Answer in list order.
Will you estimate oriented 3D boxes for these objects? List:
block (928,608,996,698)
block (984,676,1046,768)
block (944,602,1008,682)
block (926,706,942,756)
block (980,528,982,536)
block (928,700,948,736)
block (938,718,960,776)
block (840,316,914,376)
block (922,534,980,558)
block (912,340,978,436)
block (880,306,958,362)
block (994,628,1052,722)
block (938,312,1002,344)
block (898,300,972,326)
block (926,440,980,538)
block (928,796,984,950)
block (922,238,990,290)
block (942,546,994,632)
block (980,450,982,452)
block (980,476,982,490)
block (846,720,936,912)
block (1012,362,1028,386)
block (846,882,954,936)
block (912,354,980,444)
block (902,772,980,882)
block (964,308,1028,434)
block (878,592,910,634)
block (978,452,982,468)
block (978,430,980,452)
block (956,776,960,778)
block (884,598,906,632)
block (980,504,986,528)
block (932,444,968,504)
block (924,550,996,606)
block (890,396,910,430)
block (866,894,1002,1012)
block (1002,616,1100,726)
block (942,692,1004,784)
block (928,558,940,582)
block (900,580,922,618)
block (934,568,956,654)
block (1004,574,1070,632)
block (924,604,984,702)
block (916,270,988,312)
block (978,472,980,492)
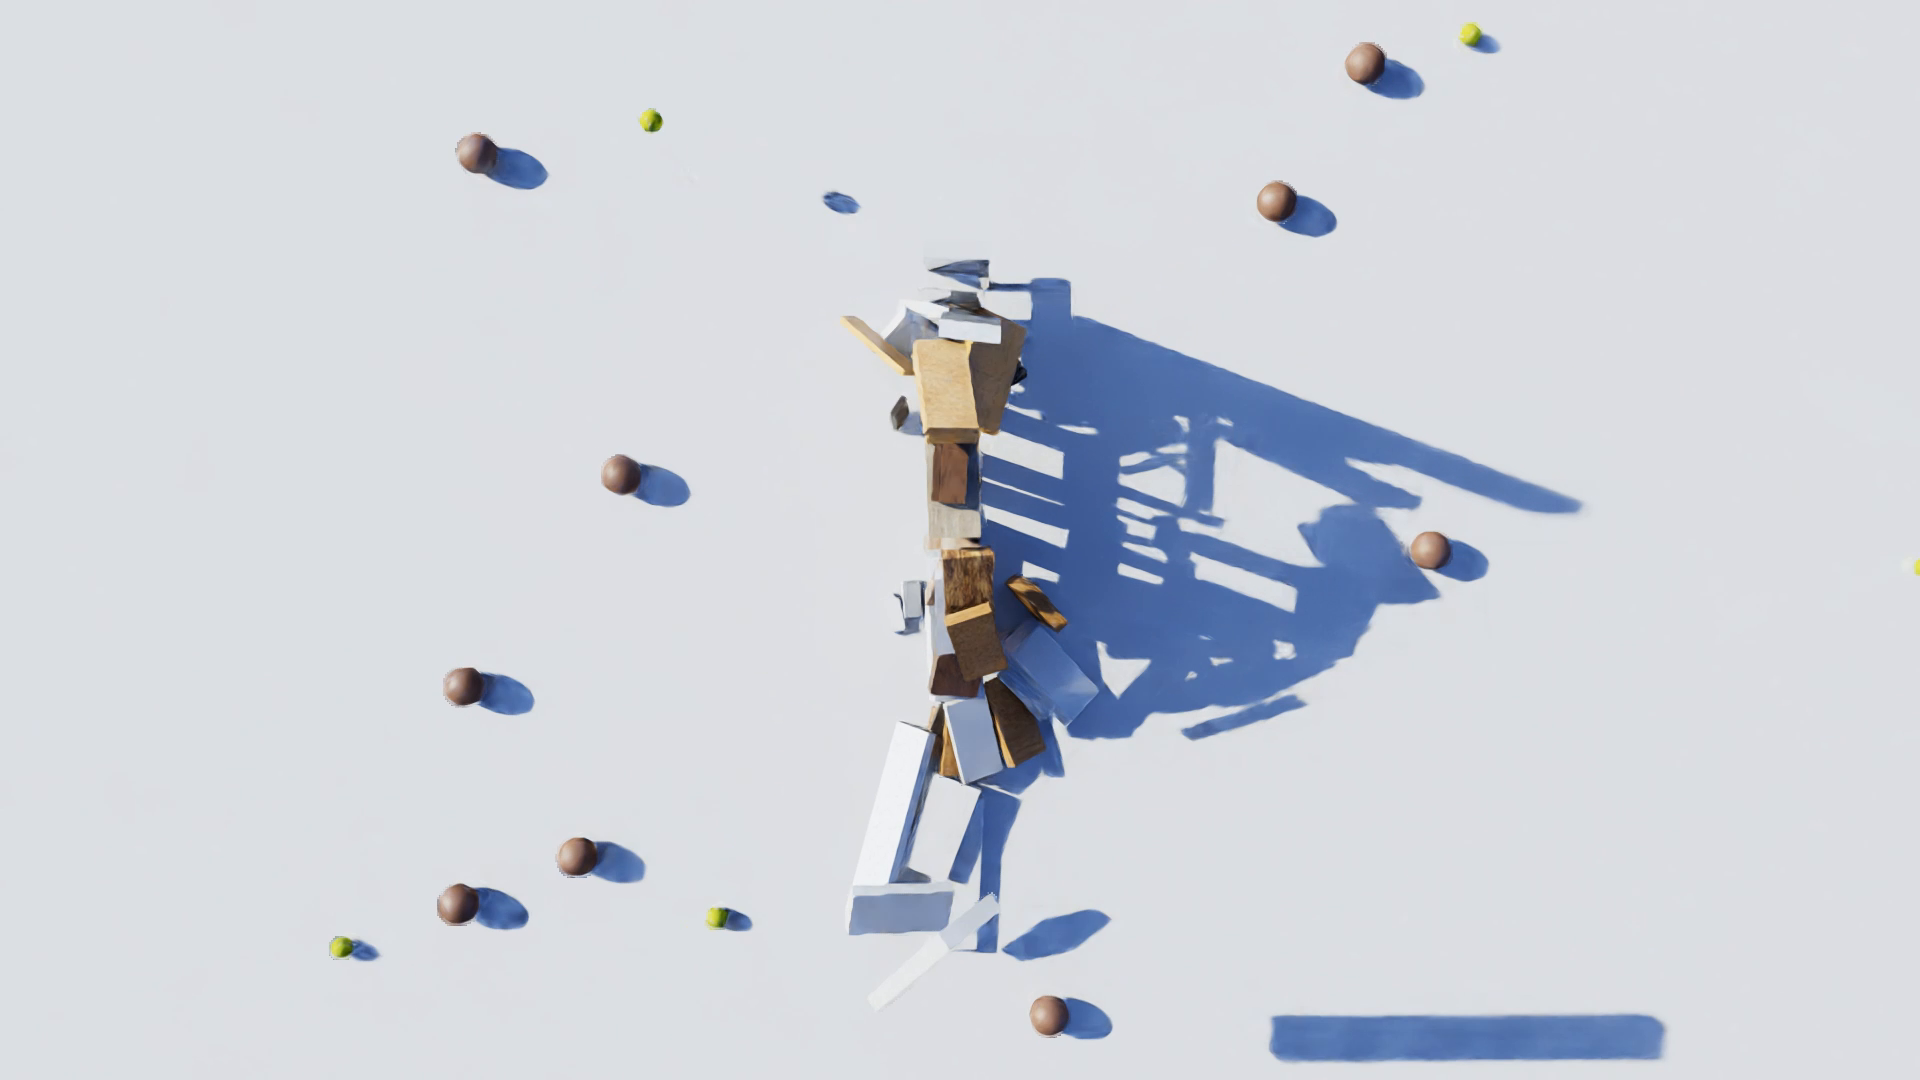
[{"bbox_3d":[0.004,0.338,5.108,0.152,0.043,0.304,5,110,-18],"label":"block"},{"bbox_3d":[0.170,0.587,5.435,0.144,0.041,0.287,-24,94,-34],"label":"block"},{"bbox_3d":[0.049,0.307,4.916,0.139,0.277,0.039,-18,47,-1],"label":"block"},{"bbox_3d":[-0.072,0.639,5.489,0.079,0.022,0.158,12,90,0],"label":"block"},{"bbox_3d":[0.000,-0.045,5.365,0.134,0.267,0.038,-3,96,0],"label":"block"},{"bbox_3d":[-0.037,0.575,5.462,0.079,0.022,0.158,22,89,-11],"label":"block"},{"bbox_3d":[0.020,0.635,5.439,0.144,0.041,0.287,6,91,-17],"label":"block"},{"bbox_3d":[-0.242,-0.581,4.936,0.292,0.073,0.021,42,118,26],"label":"block"},{"bbox_3d":[-0.024,0.015,5.030,0.167,0.333,0.047,-3,86,0],"label":"block"},{"bbox_3d":[-0.041,-0.421,4.547,0.144,0.041,0.287,0,62,-16],"label":"block"},{"bbox_3d":[-0.082,-0.569,5.052,0.337,0.048,0.168,27,128,-28],"label":"block"},{"bbox_3d":[0.210,0.444,5.433,0.297,0.039,0.139,47,49,-1],"label":"block"},{"bbox_3d":[0.030,-0.613,4.743,0.173,0.346,0.049,6,101,0],"label":"block"},{"bbox_3d":[-0.046,-0.692,5.135,0.168,0.337,0.048,7,91,23],"label":"block"},{"bbox_3d":[-0.020,-0.154,4.691,0.147,0.042,0.293,-2,94,0],"label":"block"},{"bbox_3d":[-0.012,1.103,5.477,0.161,0.046,0.501,3,90,0],"label":"block"},{"bbox_3d":[-0.003,-0.785,4.748,0.173,1.091,0.049,2,95,0],"label":"block"},{"bbox_3d":[0.025,0.147,4.840,0.144,0.041,0.287,-5,130,-3],"label":"block"},{"bbox_3d":[0.000,-0.272,5.366,0.133,0.266,0.038,0,92,0],"label":"block"},{"bbox_3d":[0.002,-0.184,5.366,0.134,0.267,0.038,0,90,0],"label":"block"},{"bbox_3d":[-0.229,0.932,5.439,0.144,0.041,0.652,15,90,39],"label":"block"},{"bbox_3d":[0.101,-0.576,5.243,0.118,0.034,0.237,-32,61,-7],"label":"block"},{"bbox_3d":[-0.189,1.154,5.165,0.321,0.046,0.161,1,119,-16],"label":"block"},{"bbox_3d":[-0.042,-0.402,4.584,0.144,0.041,0.287,-1,62,-17],"label":"block"},{"bbox_3d":[-0.064,0.943,5.431,0.161,0.046,0.321,21,90,1],"label":"block"},{"bbox_3d":[0.079,-0.513,5.027,0.173,0.049,0.346,21,81,-29],"label":"block"},{"bbox_3d":[-0.220,0.244,5.491,0.061,0.017,0.122,-29,90,0],"label":"block"},{"bbox_3d":[-0.012,-0.241,4.867,0.147,0.314,0.042,5,91,2],"label":"block"},{"bbox_3d":[-0.003,-0.355,5.213,0.133,0.038,0.266,2,90,0],"label":"block"},{"bbox_3d":[0.005,0.710,5.489,0.079,0.022,0.158,15,90,0],"label":"block"},{"bbox_3d":[-0.217,0.249,5.475,0.053,0.015,0.105,-13,90,0],"label":"block"},{"bbox_3d":[-0.002,-0.066,4.866,0.147,0.293,0.042,-7,96,0],"label":"block"},{"bbox_3d":[-0.027,-0.200,4.623,0.095,0.027,0.191,3,103,1],"label":"block"},{"bbox_3d":[-0.003,0.118,4.995,0.152,0.304,0.043,0,64,-14],"label":"block"},{"bbox_3d":[-0.198,-0.416,5.420,0.021,0.147,0.073,30,77,9],"label":"block"},{"bbox_3d":[-0.081,1.097,4.343,0.170,0.806,0.048,-32,77,-28],"label":"block"},{"bbox_3d":[0.289,0.429,5.429,0.339,0.048,0.170,48,52,0],"label":"block"},{"bbox_3d":[0.042,0.642,5.382,0.139,0.039,0.277,-18,106,-16],"label":"block"},{"bbox_3d":[-0.015,0.264,5.330,0.167,0.047,0.406,-1,82,0],"label":"block"},{"bbox_3d":[-0.161,0.195,5.481,0.061,0.017,0.122,-4,90,-20],"label":"block"},{"bbox_3d":[0.002,0.213,4.946,0.152,0.043,0.304,-4,129,-4],"label":"block"},{"bbox_3d":[0.244,0.202,5.319,0.048,0.339,0.170,-42,98,-4],"label":"block"},{"bbox_3d":[-0.018,0.341,5.226,0.167,0.047,0.333,-1,84,-20],"label":"block"},{"bbox_3d":[-0.017,-0.735,4.957,0.168,0.715,0.048,6,92,3],"label":"block"},{"bbox_3d":[-0.010,-0.084,5.207,0.134,0.038,0.267,2,97,0],"label":"block"}]
